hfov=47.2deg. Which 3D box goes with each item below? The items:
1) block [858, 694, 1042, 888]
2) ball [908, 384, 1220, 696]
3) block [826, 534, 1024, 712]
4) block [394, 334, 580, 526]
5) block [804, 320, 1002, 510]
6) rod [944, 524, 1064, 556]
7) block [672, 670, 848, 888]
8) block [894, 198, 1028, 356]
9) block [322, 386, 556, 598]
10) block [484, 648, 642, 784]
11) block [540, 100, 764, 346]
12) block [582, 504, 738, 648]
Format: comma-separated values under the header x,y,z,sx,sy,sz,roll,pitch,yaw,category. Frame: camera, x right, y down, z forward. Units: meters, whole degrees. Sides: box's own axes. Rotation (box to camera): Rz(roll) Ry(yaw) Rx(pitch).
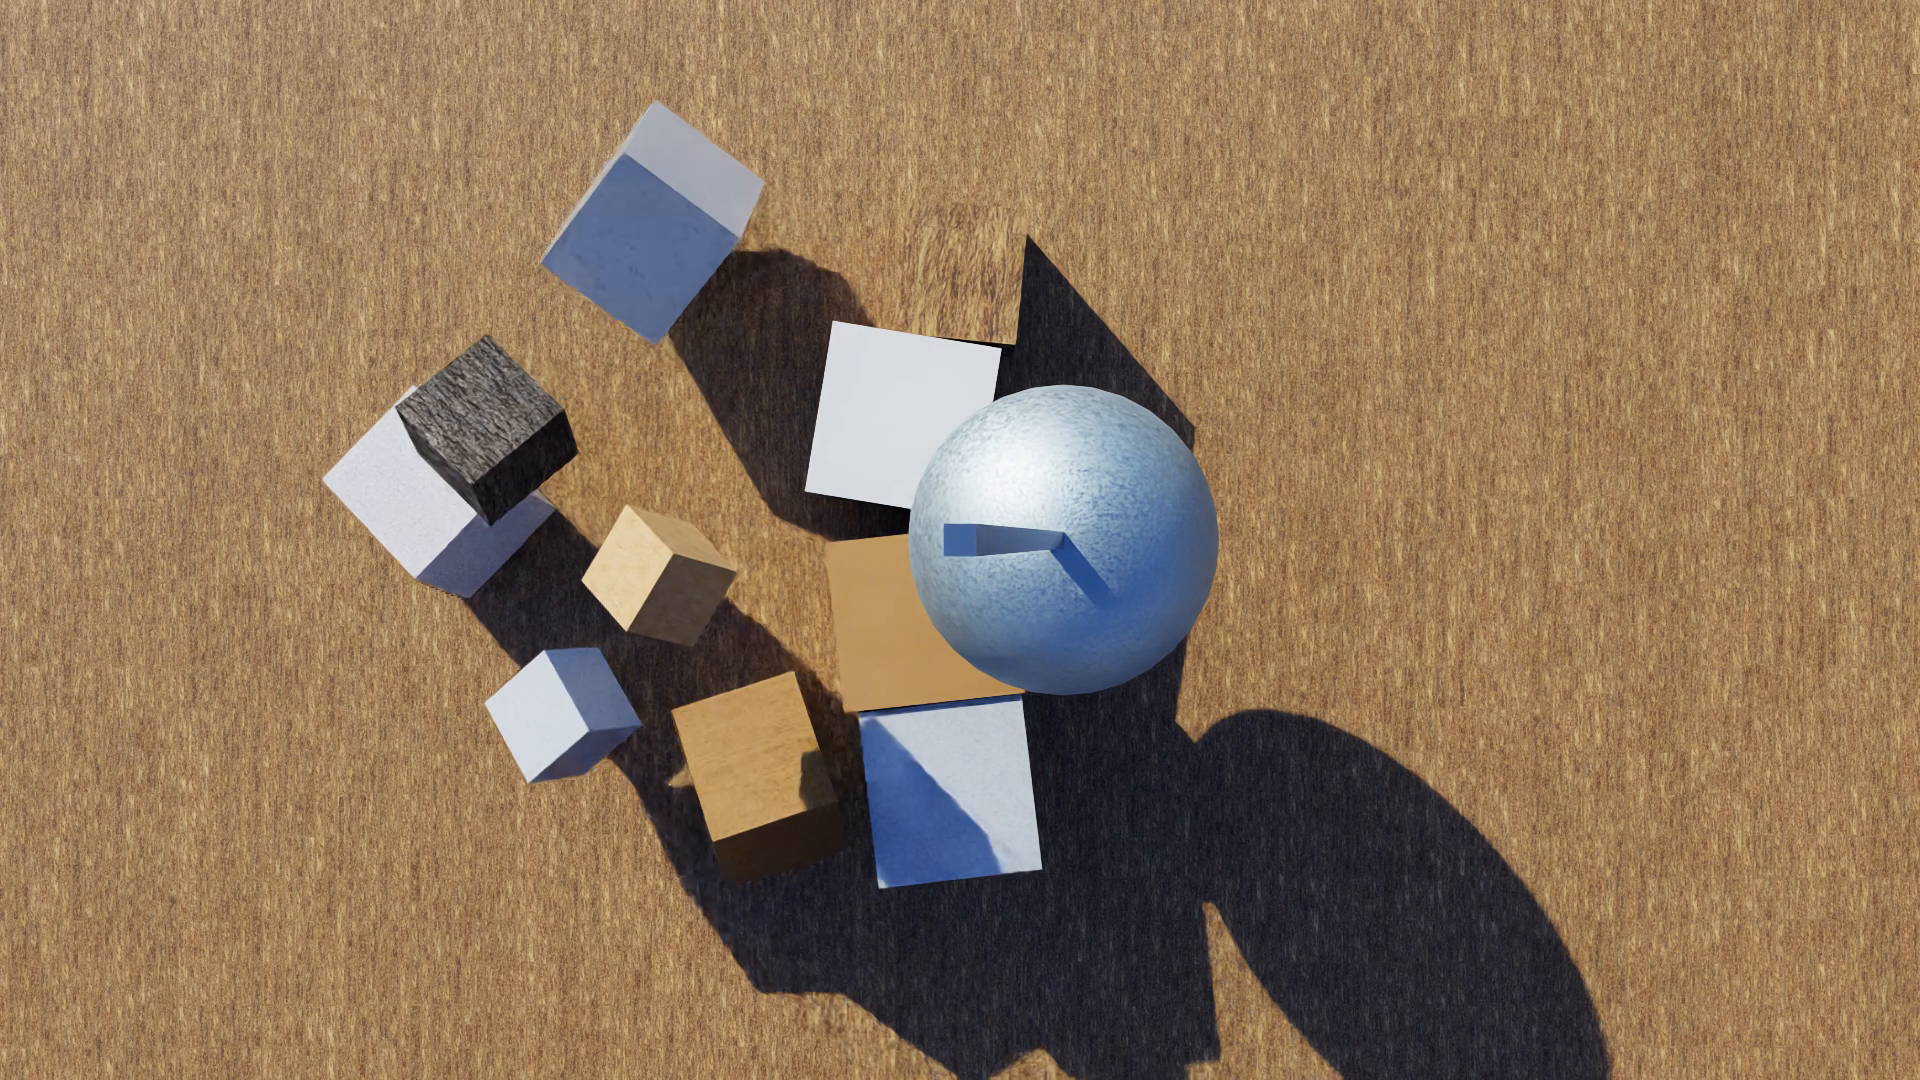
x,y,z,sx,sy,sz,roll,pitch,yaw,category
-0.055,1.383,12.553,0.907,0.893,0.974,-7,90,0,block
0.529,0.000,11.318,1.600,1.600,1.600,0,90,0,ball
-0.186,0.427,12.539,1.014,0.922,0.938,-6,90,0,block
-2.543,-0.590,11.866,0.631,0.526,0.636,-42,73,-17,block
-0.311,-0.658,12.523,0.936,0.954,0.947,9,90,0,block
0.229,0.000,7.931,0.080,5.200,0.080,0,90,5,rod
-1.125,1.360,12.428,0.709,0.773,0.820,-18,63,-8,block
0.009,-1.488,12.588,0.677,0.824,0.750,6,90,0,block
-2.951,-0.262,12.528,0.732,0.769,0.815,-46,76,0,block
-2.203,0.969,12.224,0.516,0.476,0.528,-40,72,22,block
-1.710,-1.787,12.341,0.771,0.885,0.829,36,116,-15,block
-1.514,0.183,11.097,0.470,0.455,0.464,42,105,39,block
